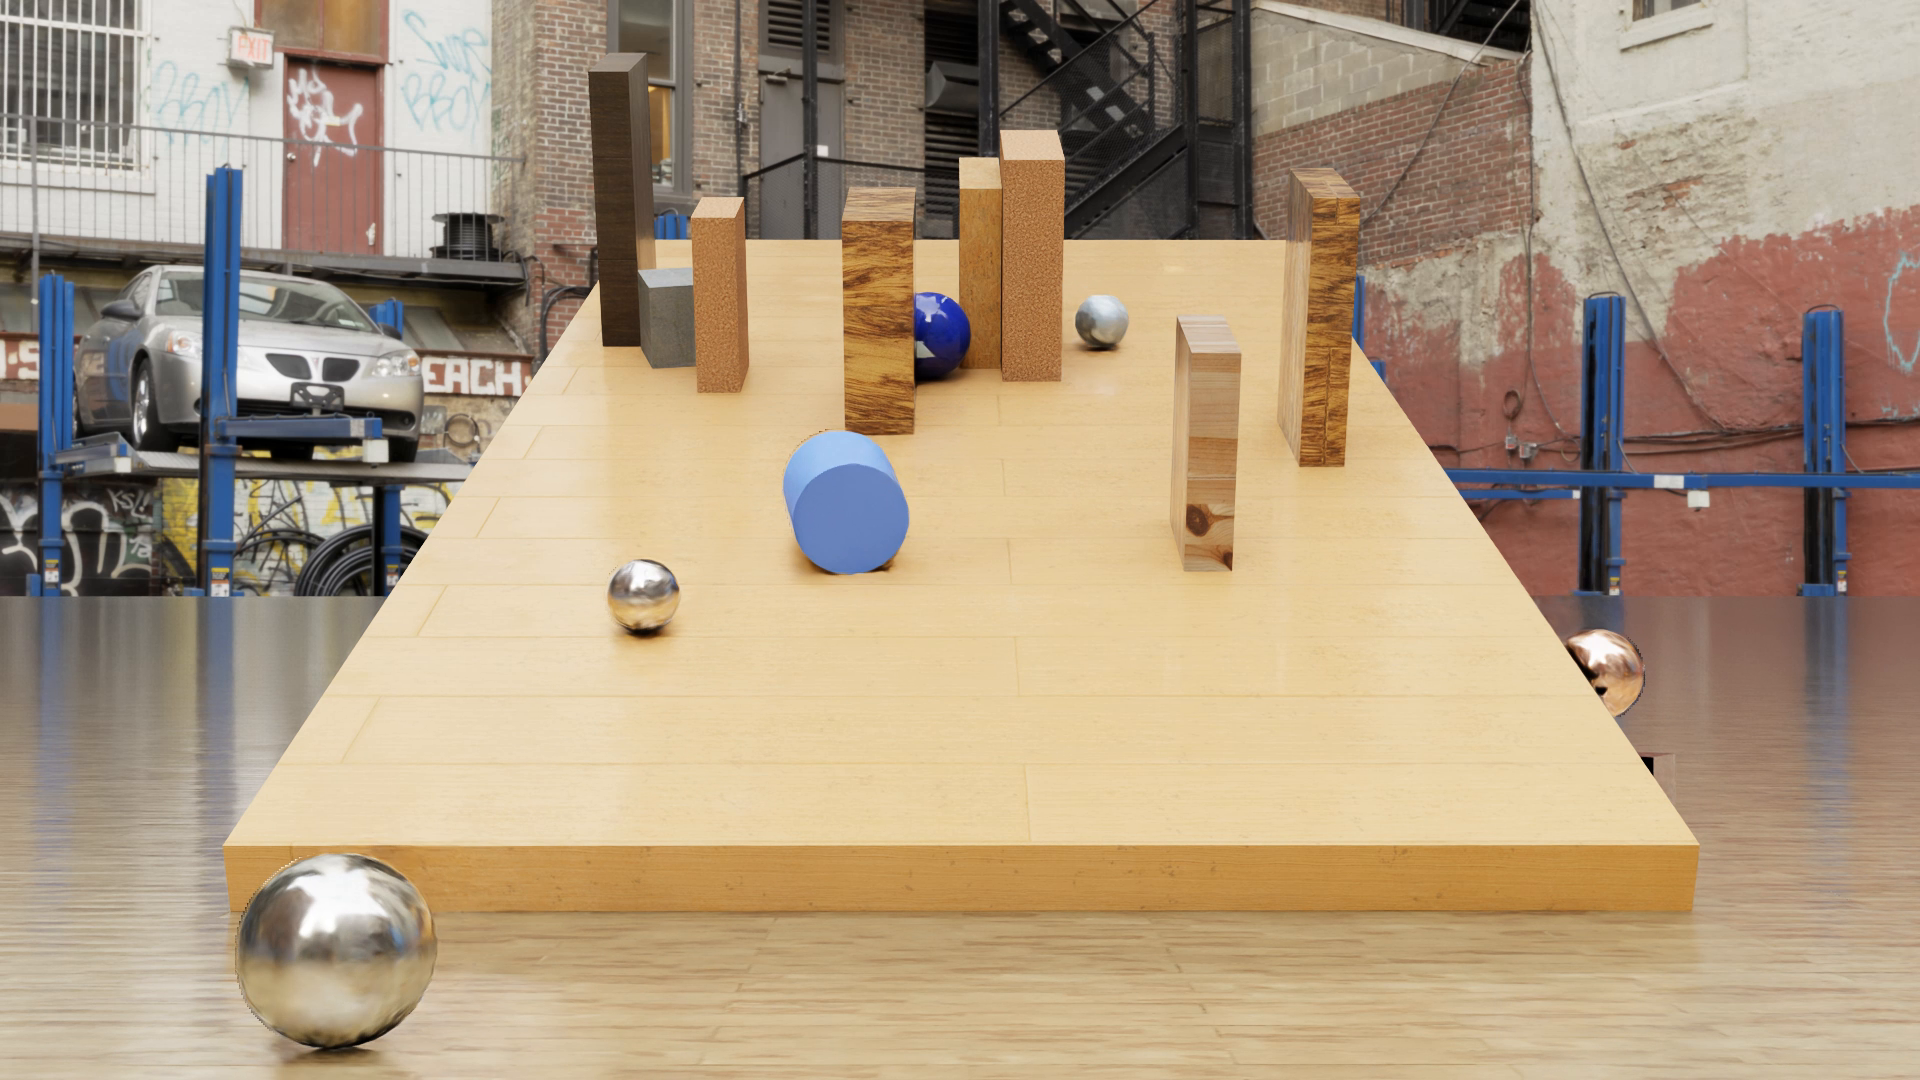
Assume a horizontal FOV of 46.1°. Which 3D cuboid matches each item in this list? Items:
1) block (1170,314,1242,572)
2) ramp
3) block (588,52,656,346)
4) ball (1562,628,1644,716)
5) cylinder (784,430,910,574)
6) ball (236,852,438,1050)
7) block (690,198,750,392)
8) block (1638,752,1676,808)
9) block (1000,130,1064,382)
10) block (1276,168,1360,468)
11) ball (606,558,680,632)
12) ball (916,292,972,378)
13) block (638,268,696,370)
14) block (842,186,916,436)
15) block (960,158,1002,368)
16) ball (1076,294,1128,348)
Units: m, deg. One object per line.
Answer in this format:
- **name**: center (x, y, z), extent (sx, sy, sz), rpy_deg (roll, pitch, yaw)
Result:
- **block**: center (0.448, -0.181, 4.140), extent (0.087, 0.406, 0.282), rpy_deg (0, 19, 0)
- **ramp**: center (-0.004, -0.200, 4.959), extent (2.000, 0.100, 4.000), rpy_deg (0, 19, 0)
- **block**: center (-0.840, -0.857, 5.658), extent (0.096, 0.675, 0.353), rpy_deg (0, 19, 0)
- **ball**: center (1.312, 0.277, 4.653), extent (0.187, 0.187, 0.187), rpy_deg (0, -1, 0)
- **cylinder**: center (-0.210, -0.070, 4.119), extent (0.208, 0.208, 0.208), rpy_deg (0, 19, -10)
- **ball**: center (-0.598, 0.394, 2.170), extent (0.186, 0.186, 0.186), rpy_deg (0, -1, 0)
- **block**: center (-0.556, -0.572, 5.251), extent (0.099, 0.408, 0.245), rpy_deg (0, 19, 0)
- **block**: center (1.283, 0.472, 4.308), extent (0.126, 0.126, 0.126), rpy_deg (-1, -2, 36)
- **block**: center (0.168, -0.688, 5.411), extent (0.138, 0.521, 0.423), rpy_deg (0, 19, 0)
- **block**: center (0.749, -0.472, 4.738), extent (0.093, 0.560, 0.341), rpy_deg (0, 19, 0)
- **ball**: center (-0.530, 0.093, 3.778), extent (0.124, 0.124, 0.124), rpy_deg (0, -1, 0)
- **ball**: center (-0.074, -0.483, 5.309), extent (0.201, 0.201, 0.201), rpy_deg (0, -1, 0)
- **block**: center (-0.667, -0.543, 5.482), extent (0.199, 0.199, 0.199), rpy_deg (-5, 20, -15)
- **block**: center (-0.174, -0.512, 4.989), extent (0.150, 0.468, 0.390), rpy_deg (0, 19, 0)
- **block**: center (0.048, -0.685, 5.537), extent (0.098, 0.434, 0.425), rpy_deg (0, 19, 0)
- **ball**: center (0.351, -0.542, 5.582), extent (0.133, 0.133, 0.133), rpy_deg (0, -1, 0)
